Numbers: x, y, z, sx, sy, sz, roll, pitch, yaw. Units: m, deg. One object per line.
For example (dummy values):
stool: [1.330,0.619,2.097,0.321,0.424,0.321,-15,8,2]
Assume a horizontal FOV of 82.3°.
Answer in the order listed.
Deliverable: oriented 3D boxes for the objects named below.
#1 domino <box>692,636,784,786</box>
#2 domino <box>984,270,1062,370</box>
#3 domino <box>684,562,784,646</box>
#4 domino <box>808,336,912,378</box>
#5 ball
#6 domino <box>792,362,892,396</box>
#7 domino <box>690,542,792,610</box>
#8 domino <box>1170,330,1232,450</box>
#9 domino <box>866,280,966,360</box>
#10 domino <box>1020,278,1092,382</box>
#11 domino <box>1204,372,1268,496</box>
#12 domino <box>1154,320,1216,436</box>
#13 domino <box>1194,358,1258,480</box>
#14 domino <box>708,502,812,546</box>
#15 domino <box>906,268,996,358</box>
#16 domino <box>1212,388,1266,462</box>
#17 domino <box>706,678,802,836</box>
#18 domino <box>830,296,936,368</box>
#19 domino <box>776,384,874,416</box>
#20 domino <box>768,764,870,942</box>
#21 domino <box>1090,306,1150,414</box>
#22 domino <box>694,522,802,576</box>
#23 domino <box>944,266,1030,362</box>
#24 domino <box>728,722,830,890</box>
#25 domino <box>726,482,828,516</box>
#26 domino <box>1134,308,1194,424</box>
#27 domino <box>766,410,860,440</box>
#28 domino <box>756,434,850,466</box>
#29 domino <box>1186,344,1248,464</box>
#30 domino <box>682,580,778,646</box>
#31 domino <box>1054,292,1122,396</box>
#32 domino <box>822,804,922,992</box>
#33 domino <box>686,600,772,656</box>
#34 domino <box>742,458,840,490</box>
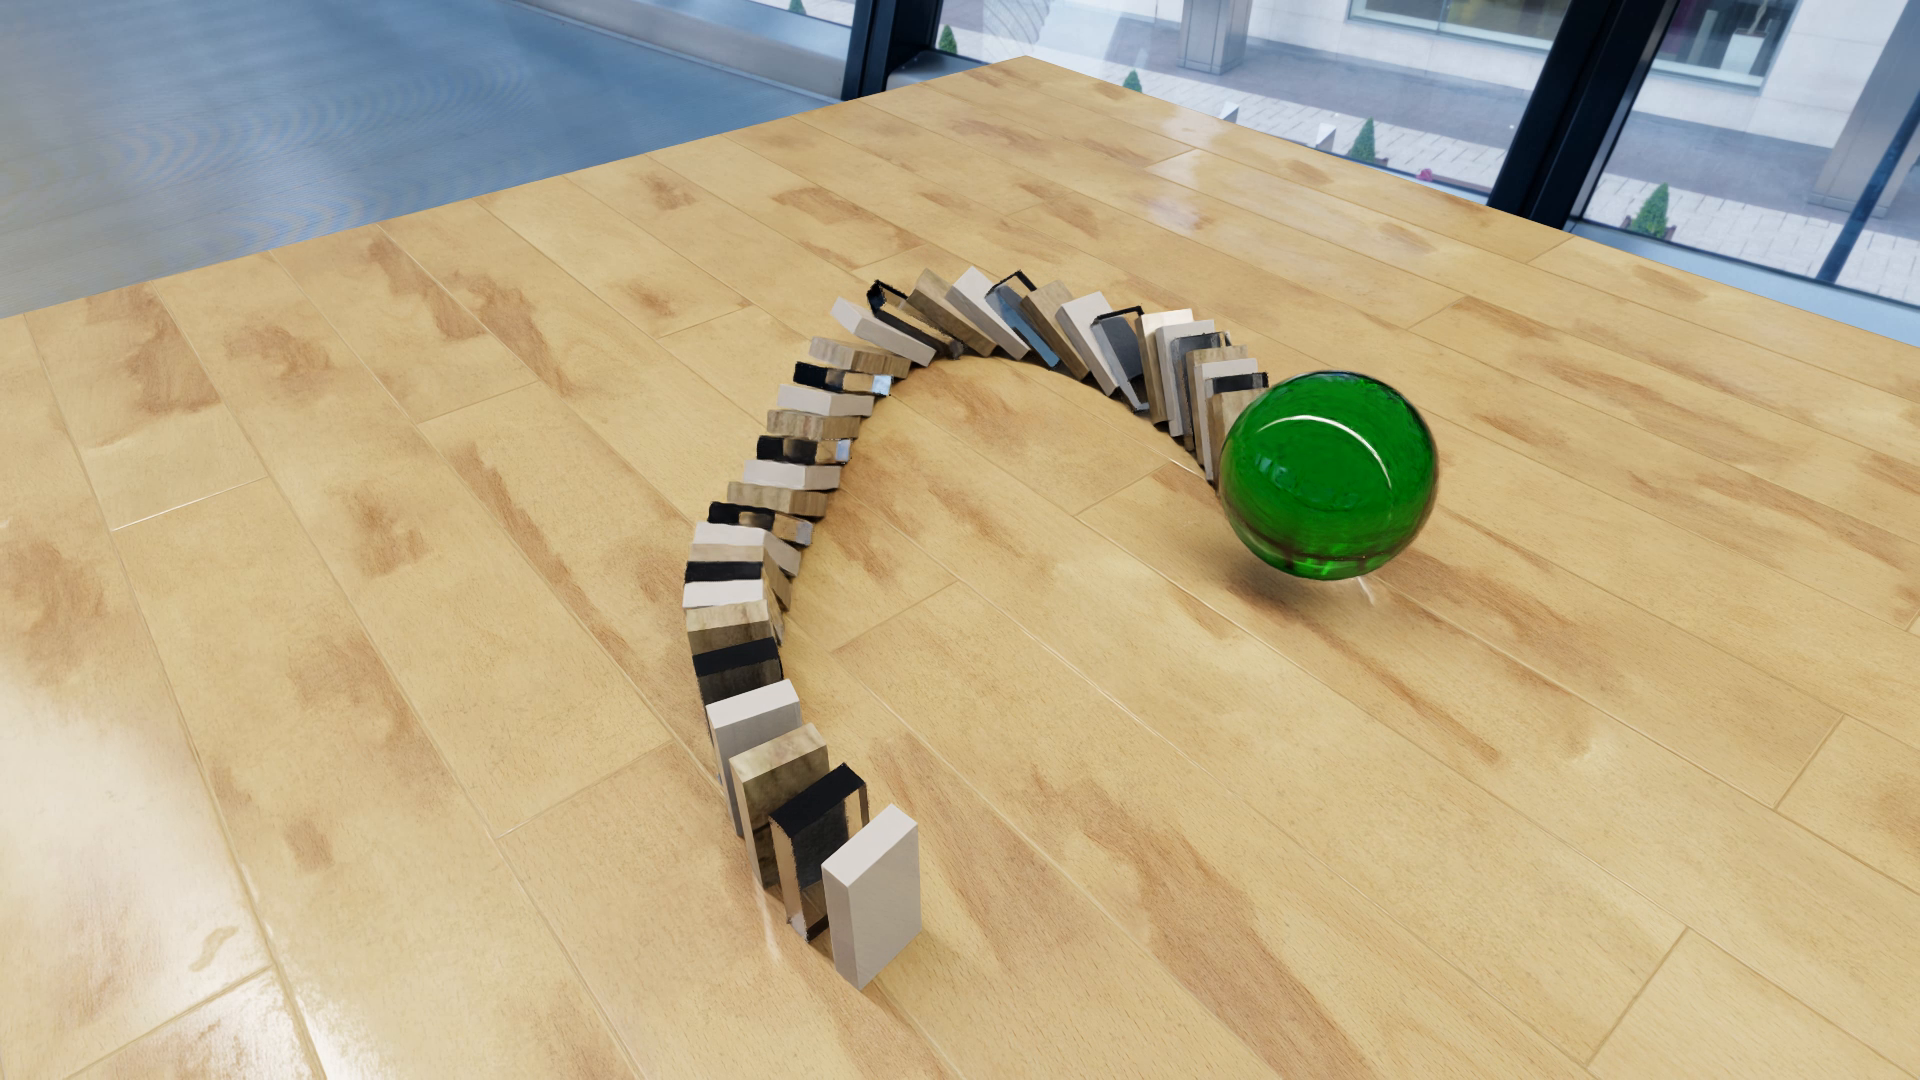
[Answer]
domino: [-0.067,0.054,0.345,0.025,0.050,0.010,-13,41,-15]
domino: [0.038,-0.113,0.561,0.050,0.010,0.025,47,51,4]
domino: [-0.078,0.023,0.384,0.025,0.050,0.009,1,62,1]
domino: [-0.048,-0.088,0.532,0.025,0.010,0.050,23,14,26]
ball: [0.139,-0.025,0.418,0.080,0.080,0.080,0,39,0]
domino: [-0.055,-0.076,0.517,0.025,0.009,0.050,16,11,19]
domino: [-0.078,0.014,0.397,0.025,0.050,0.009,3,72,4]
domino: [0.112,-0.067,0.497,0.025,0.050,0.009,-10,4,-12]
domino: [-0.022,-0.112,0.558,0.050,0.009,0.025,23,29,-30]
domino: [0.055,-0.106,0.553,0.025,0.010,0.050,-32,81,-34]
domino: [0.120,-0.045,0.470,0.025,0.050,0.009,-7,3,-9]
domino: [0.107,-0.074,0.506,0.025,0.050,0.010,-10,3,-12]
domino: [0.118,-0.052,0.479,0.025,0.050,0.009,-8,3,-9]
domino: [-0.076,-0.006,0.425,0.025,0.010,0.050,7,-4,9]
domino: [-0.002,-0.117,0.566,0.050,0.009,0.025,33,38,-13]
domino: [0.122,-0.038,0.461,0.025,0.050,0.009,-7,3,-9]
domino: [-0.059,0.066,0.331,0.025,0.050,0.010,-17,42,-19]
domino: [-0.038,-0.103,0.548,0.050,0.010,0.025,16,22,-44]
domino: [-0.061,-0.064,0.502,0.025,0.010,0.050,13,10,15]
domino: [-0.037,0.087,0.305,0.025,0.050,0.009,-31,48,-32]
domino: [0.085,-0.088,0.531,0.025,0.010,0.050,-17,73,-20]
domino: [-0.079,0.004,0.411,0.025,0.050,0.010,7,80,8]
domino: [0.018,-0.117,0.565,0.050,0.010,0.025,40,44,-4]
domino: [-0.050,0.077,0.317,0.025,0.050,0.009,-21,44,-24]
domino: [-0.072,-0.016,0.440,0.025,0.010,0.050,7,1,9]
domino: [0.099,-0.081,0.515,0.025,0.050,0.009,-10,-1,-12]
domino: [-0.064,-0.051,0.487,0.025,0.009,0.050,9,9,11]
domino: [-0.066,-0.039,0.471,0.025,0.010,0.050,7,8,9]
domino: [0.116,-0.060,0.488,0.025,0.050,0.009,-8,3,-9]
domino: [-0.076,0.032,0.371,0.025,0.050,0.010,-3,52,-3]
domino: [0.071,-0.097,0.543,0.025,0.010,0.050,-25,77,-27]
domino: [-0.023,0.096,0.294,0.009,0.050,0.025,29,48,31]
domino: [-0.073,0.042,0.360,0.025,0.050,0.009,-8,42,-9]
domino: [-0.069,-0.027,0.456,0.025,0.009,0.050,7,5,9]
